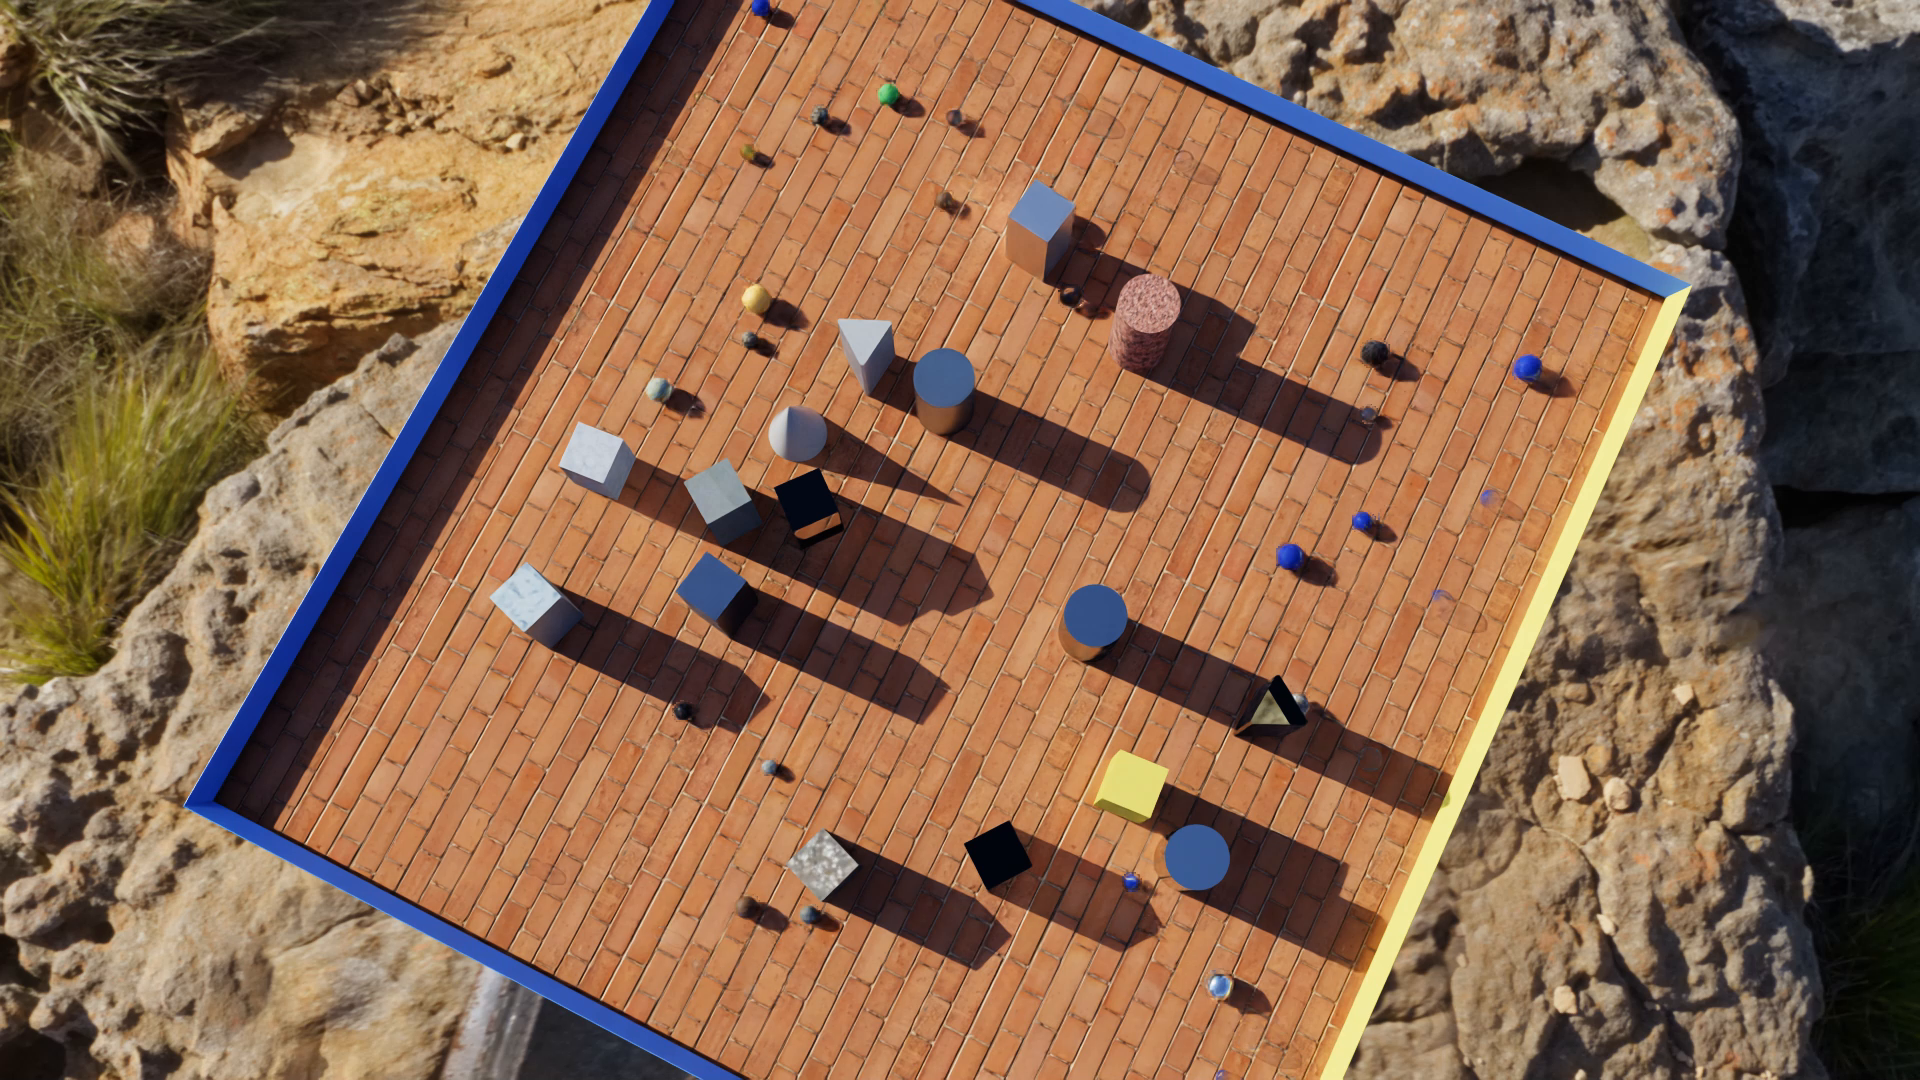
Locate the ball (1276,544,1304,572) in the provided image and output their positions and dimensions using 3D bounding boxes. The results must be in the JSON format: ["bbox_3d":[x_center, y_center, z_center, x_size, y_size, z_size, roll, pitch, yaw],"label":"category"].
[{"bbox_3d":[1.004,0.053,5.562,0.084,0.084,0.084,0,78,0],"label":"ball"}]

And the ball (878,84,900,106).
[{"bbox_3d":[-0.229,-1.429,5.878,0.067,0.067,0.067,0,78,0],"label":"ball"}]

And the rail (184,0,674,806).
[{"bbox_3d":[-1.470,-0.714,5.702,0.045,0.118,3.451,26,80,5],"label":"rail"}]

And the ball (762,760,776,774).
[{"bbox_3d":[-0.567,0.674,5.455,0.042,0.042,0.042,0,78,0],"label":"ball"}]

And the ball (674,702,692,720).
[{"bbox_3d":[-0.827,0.514,5.483,0.053,0.053,0.053,0,78,0],"label":"ball"}]

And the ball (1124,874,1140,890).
[{"bbox_3d":[0.503,1.006,5.385,0.046,0.046,0.046,0,78,0],"label":"ball"}]

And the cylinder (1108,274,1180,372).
[{"bbox_3d":[0.555,-0.653,5.552,0.182,0.390,0.182,0,78,0],"label":"cylinder"}]

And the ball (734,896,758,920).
[{"bbox_3d":[-0.625,1.075,5.359,0.069,0.069,0.069,0,78,0],"label":"ball"}]

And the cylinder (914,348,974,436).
[{"bbox_3d":[-0.047,-0.445,5.545,0.182,0.320,0.182,0,78,0],"label":"cylinder"}]

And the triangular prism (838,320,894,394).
[{"bbox_3d":[-0.303,-0.583,5.573,0.137,0.321,0.158,32,80,6],"label":"triangular prism"}]

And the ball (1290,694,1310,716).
[{"bbox_3d":[1.006,0.496,5.475,0.075,0.075,0.075,0,78,0],"label":"ball"}]

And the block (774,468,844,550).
[{"bbox_3d":[-0.450,-0.091,5.497,0.146,0.270,0.146,-24,79,-5],"label":"block"}]

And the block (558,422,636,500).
[{"bbox_3d":[-1.096,-0.237,5.551,0.146,0.223,0.146,21,79,4],"label":"block"}]

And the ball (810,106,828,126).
[{"bbox_3d":[-0.449,-1.358,5.867,0.058,0.058,0.058,0,78,0],"label":"ball"}]

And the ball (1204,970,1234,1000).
[{"bbox_3d":[0.751,1.290,5.307,0.085,0.085,0.085,0,78,0],"label":"ball"}]

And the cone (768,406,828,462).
[{"bbox_3d":[-0.503,-0.361,5.534,0.182,0.307,0.182,0,78,0],"label":"cone"}]

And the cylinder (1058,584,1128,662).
[{"bbox_3d":[0.389,0.249,5.402,0.182,0.318,0.182,0,78,0],"label":"cylinder"}]

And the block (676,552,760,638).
[{"bbox_3d":[-0.712,0.166,5.407,0.146,0.342,0.146,36,81,7],"label":"block"}]

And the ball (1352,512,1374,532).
[{"bbox_3d":[1.231,-0.056,5.597,0.061,0.061,0.061,0,78,0],"label":"ball"}]

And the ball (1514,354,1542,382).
[{"bbox_3d":[1.762,-0.533,5.682,0.086,0.086,0.086,0,78,0],"label":"ball"}]

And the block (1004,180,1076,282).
[{"bbox_3d":[0.244,-0.947,5.635,0.146,0.346,0.146,35,80,7],"label":"block"}]

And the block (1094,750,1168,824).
[{"bbox_3d":[0.492,0.716,5.298,0.146,0.333,0.146,22,79,4],"label":"block"}]

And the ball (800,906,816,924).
[{"bbox_3d":[-0.444,1.096,5.364,0.051,0.051,0.051,0,78,0],"label":"ball"}]

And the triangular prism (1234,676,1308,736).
[{"bbox_3d":[0.898,0.483,5.337,0.158,0.352,0.137,0,78,0],"label":"triangular prism"}]

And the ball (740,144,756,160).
[{"bbox_3d":[-0.678,-1.239,5.848,0.048,0.048,0.048,0,78,0],"label":"ball"}]

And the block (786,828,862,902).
[{"bbox_3d":[-0.389,0.941,5.290,0.146,0.258,0.146,-44,82,-8],"label":"block"}]

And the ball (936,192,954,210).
[{"bbox_3d":[-0.049,-1.076,5.810,0.056,0.056,0.056,0,78,0],"label":"ball"}]

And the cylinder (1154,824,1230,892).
[{"bbox_3d":[0.664,0.918,5.272,0.182,0.302,0.182,0,78,0],"label":"cylinder"}]

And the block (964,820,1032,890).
[{"bbox_3d":[0.108,0.916,5.309,0.146,0.231,0.146,-27,80,-5],"label":"block"}]

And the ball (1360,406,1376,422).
[{"bbox_3d":[1.264,-0.390,5.673,0.046,0.046,0.046,0,78,0],"label":"ball"}]

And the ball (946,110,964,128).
[{"bbox_3d":[-0.017,-1.350,5.867,0.056,0.056,0.056,0,78,0],"label":"ball"}]

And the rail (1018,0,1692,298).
[{"bbox_3d":[0.761,-1.484,5.862,3.334,0.118,0.045,26,80,5],"label":"rail"}]

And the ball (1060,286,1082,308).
[{"bbox_3d":[0.346,-0.763,5.739,0.069,0.069,0.069,0,78,0],"label":"ball"}]

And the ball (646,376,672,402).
[{"bbox_3d":[-0.932,-0.465,5.672,0.079,0.079,0.079,0,78,0],"label":"ball"}]

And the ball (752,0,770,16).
[{"bbox_3d":[-0.645,-1.729,5.941,0.064,0.064,0.064,0,78,0],"label":"ball"}]

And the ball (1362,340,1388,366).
[{"bbox_3d":[1.289,-0.580,5.694,0.083,0.083,0.083,0,78,0],"label":"ball"}]

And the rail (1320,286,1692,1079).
[{"bbox_3d":[1.470,0.726,5.405,0.045,0.118,3.451,26,80,5],"label":"rail"}]

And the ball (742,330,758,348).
[{"bbox_3d":[-0.657,-0.626,5.719,0.052,0.052,0.052,0,78,0],"label":"ball"}]

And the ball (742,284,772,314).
[{"bbox_3d":[-0.635,-0.752,5.726,0.089,0.089,0.089,0,78,0],"label":"ball"}]

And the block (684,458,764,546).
[{"bbox_3d":[-0.703,-0.109,5.473,0.146,0.325,0.146,-30,80,-6],"label":"block"}]

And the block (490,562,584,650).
[{"bbox_3d":[-1.243,0.197,5.404,0.146,0.337,0.146,44,82,8],"label":"block"}]

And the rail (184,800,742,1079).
[{"bbox_3d":[-0.761,1.497,5.245,3.334,0.118,0.045,26,80,5],"label":"rail"}]
